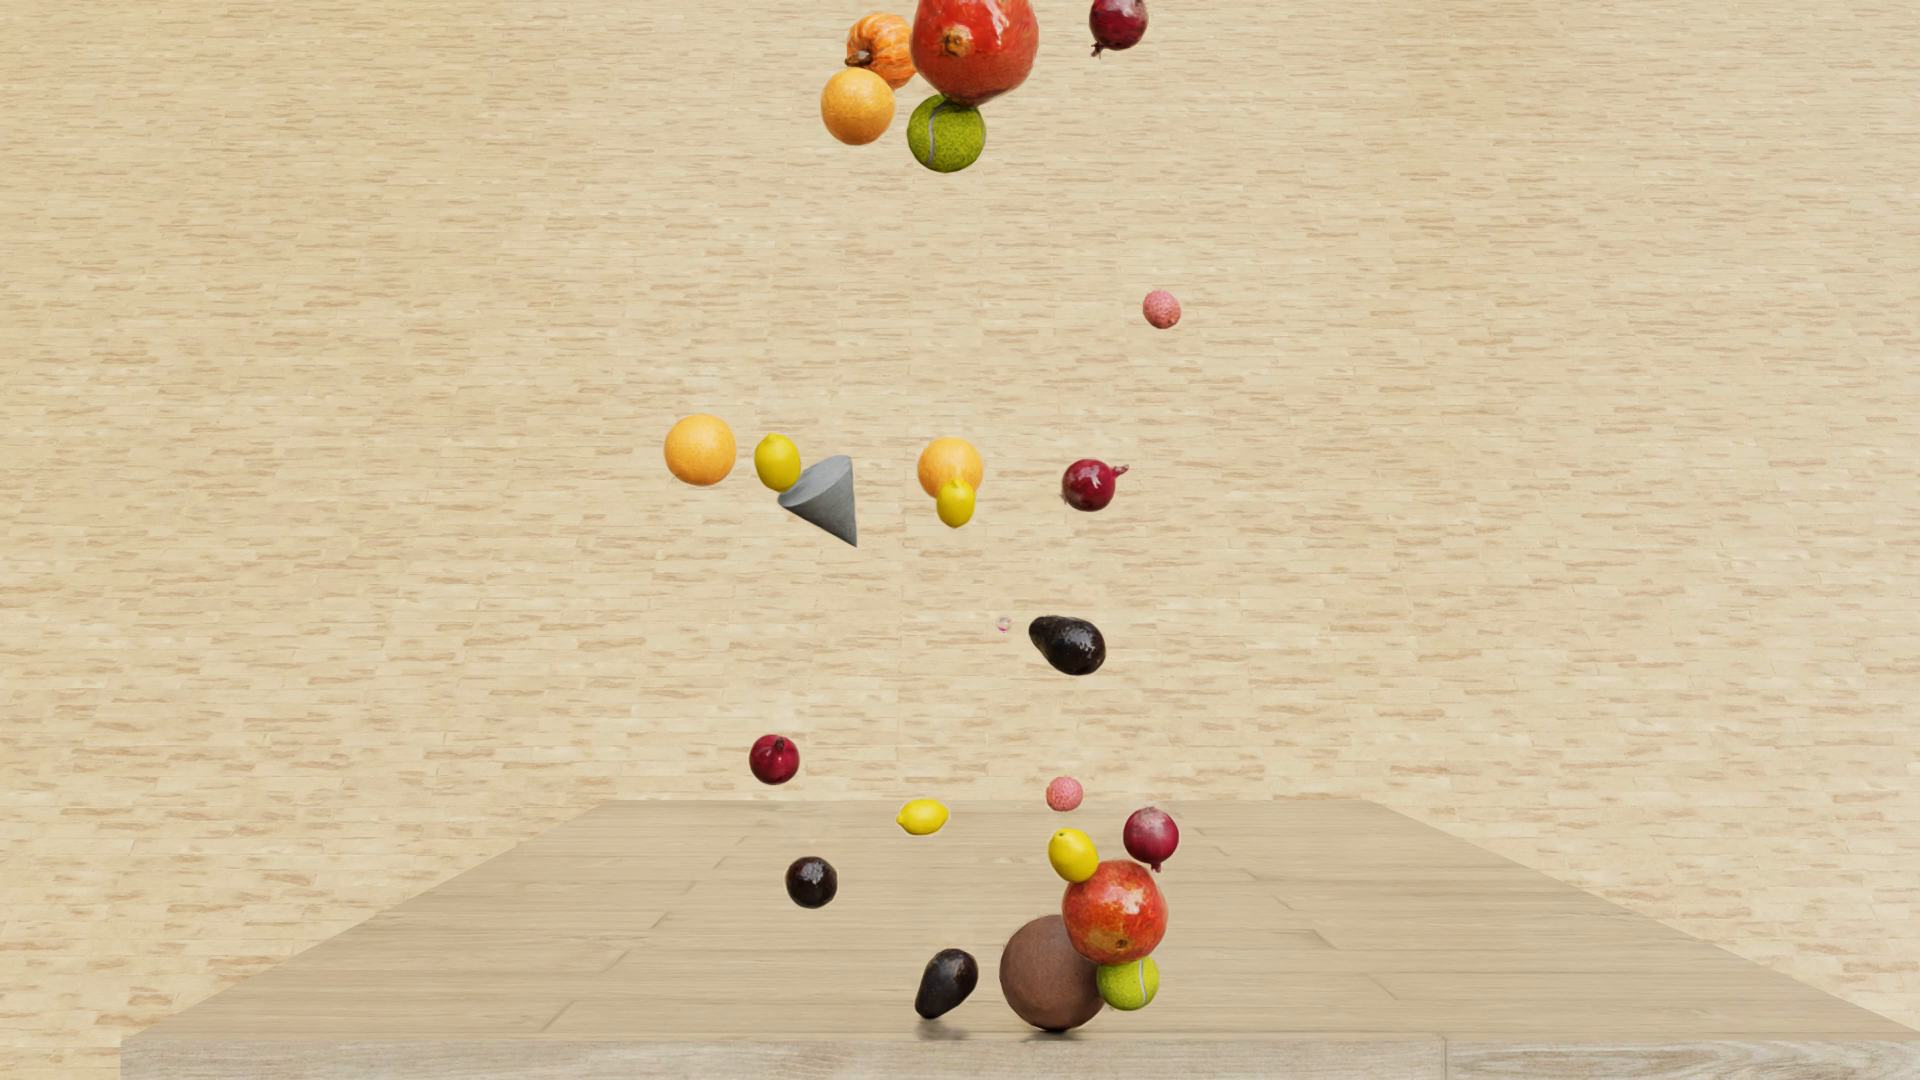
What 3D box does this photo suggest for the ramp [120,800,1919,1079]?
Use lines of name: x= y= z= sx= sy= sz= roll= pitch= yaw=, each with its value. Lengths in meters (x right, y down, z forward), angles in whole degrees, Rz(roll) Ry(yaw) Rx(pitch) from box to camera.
ramp: x=0.078 y=0.668 z=4.850 sx=2.000 sy=0.100 sz=4.000 roll=0 pitch=-2 yaw=0

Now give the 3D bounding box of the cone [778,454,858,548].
cone: x=-0.138 y=-0.028 z=2.896 sx=0.096 sy=0.096 sz=0.096 roll=-27 pitch=23 yaw=12
